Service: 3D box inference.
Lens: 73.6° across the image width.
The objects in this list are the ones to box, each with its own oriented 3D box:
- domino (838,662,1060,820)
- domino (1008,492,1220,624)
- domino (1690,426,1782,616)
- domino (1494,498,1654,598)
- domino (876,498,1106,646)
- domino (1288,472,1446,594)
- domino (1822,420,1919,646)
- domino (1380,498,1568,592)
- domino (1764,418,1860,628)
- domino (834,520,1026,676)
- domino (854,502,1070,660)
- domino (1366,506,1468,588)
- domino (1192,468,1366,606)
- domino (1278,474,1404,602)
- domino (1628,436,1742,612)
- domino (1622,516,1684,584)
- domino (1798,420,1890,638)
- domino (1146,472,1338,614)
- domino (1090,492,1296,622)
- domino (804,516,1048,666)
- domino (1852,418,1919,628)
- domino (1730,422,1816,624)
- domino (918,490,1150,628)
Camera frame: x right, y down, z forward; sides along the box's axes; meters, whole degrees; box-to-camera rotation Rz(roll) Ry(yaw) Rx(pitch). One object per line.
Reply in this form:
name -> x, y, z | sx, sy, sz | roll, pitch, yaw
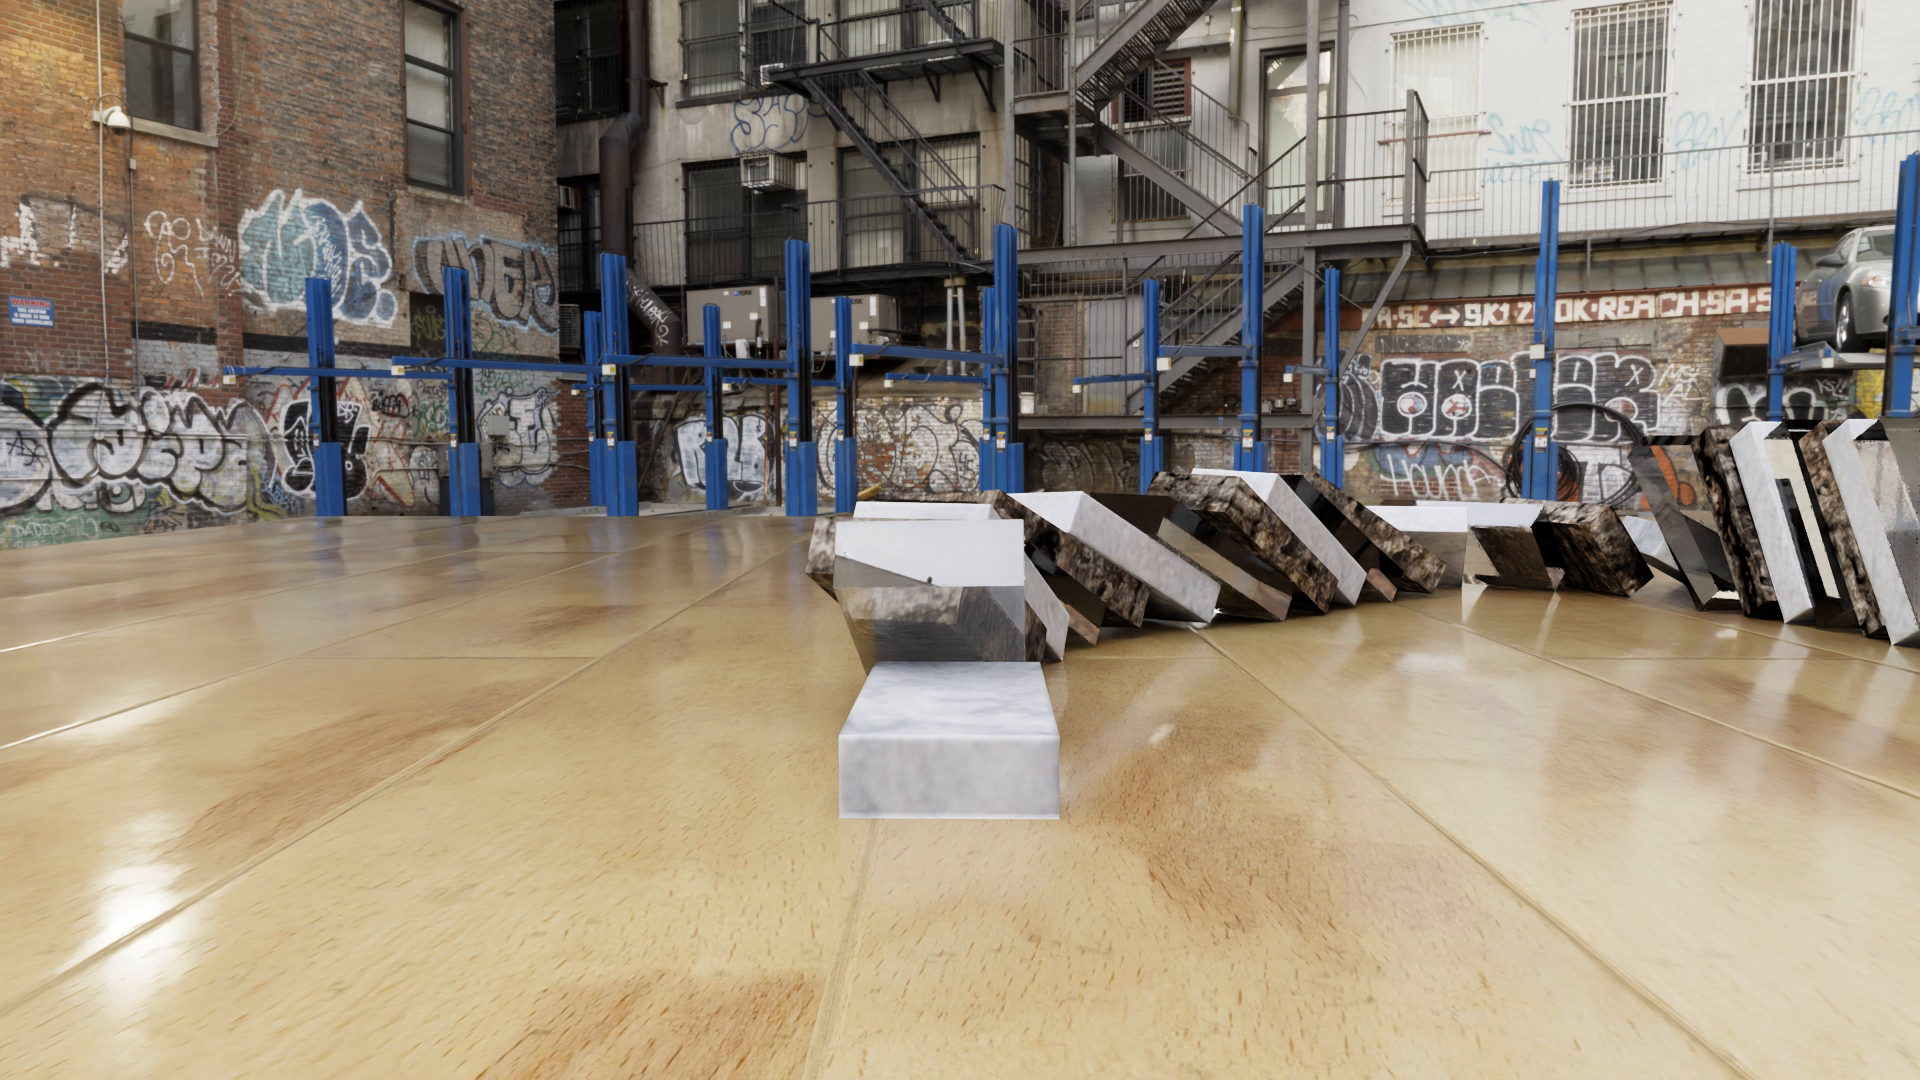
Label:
domino -> -0.001, 0.025, 0.170 | 0.025, 0.009, 0.050 | 0, 4, 1
domino -> 0.034, 0.004, 0.292 | 0.050, 0.009, 0.025 | 31, -19, -35
domino -> 0.206, -0.005, 0.323 | 0.025, 0.050, 0.009 | 0, -28, 0
domino -> 0.177, 0.001, 0.379 | 0.009, 0.025, 0.050 | -37, 11, -7
domino -> 0.006, 0.007, 0.261 | 0.025, 0.010, 0.050 | 3, -23, 39
domino -> 0.108, -0.002, 0.358 | 0.050, 0.009, 0.025 | 31, -9, -18
domino -> 0.210, -0.002, 0.278 | 0.025, 0.050, 0.009 | 0, -26, 0
domino -> 0.152, 0.001, 0.386 | 0.050, 0.025, 0.009 | 5, 46, 49
domino -> 0.210, -0.004, 0.300 | 0.025, 0.050, 0.009 | 1, -26, 0
domino -> -0.003, 0.012, 0.192 | 0.025, 0.009, 0.050 | -1, -24, 3
domino -> 0.001, 0.009, 0.238 | 0.025, 0.010, 0.050 | 2, -24, 22
domino -> 0.123, 0.002, 0.382 | 0.050, 0.009, 0.025 | 1, -40, 18
domino -> 0.081, -0.001, 0.328 | 0.025, 0.009, 0.050 | 8, -24, 48
domino -> 0.094, -0.001, 0.344 | 0.050, 0.009, 0.025 | 36, -16, -31
domino -> 0.199, -0.005, 0.338 | 0.025, 0.050, 0.009 | 0, -35, -6
domino -> 0.204, 0.005, 0.364 | 0.025, 0.009, 0.050 | 32, 11, 10
domino -> 0.212, -0.003, 0.289 | 0.025, 0.050, 0.009 | 0, -26, 0
domino -> 0.069, 0.001, 0.314 | 0.025, 0.009, 0.050 | 8, -24, 49
domino -> 0.054, 0.004, 0.304 | 0.050, 0.009, 0.025 | 30, -15, -36
domino -> -0.004, 0.011, 0.217 | 0.025, 0.009, 0.050 | 2, -22, 20
domino -> 0.209, -0.001, 0.267 | 0.025, 0.050, 0.009 | 0, -26, 0
domino -> 0.208, -0.005, 0.311 | 0.025, 0.050, 0.009 | 0, -26, 0
domino -> 0.015, 0.005, 0.278 | 0.050, 0.009, 0.025 | 31, -22, -36
